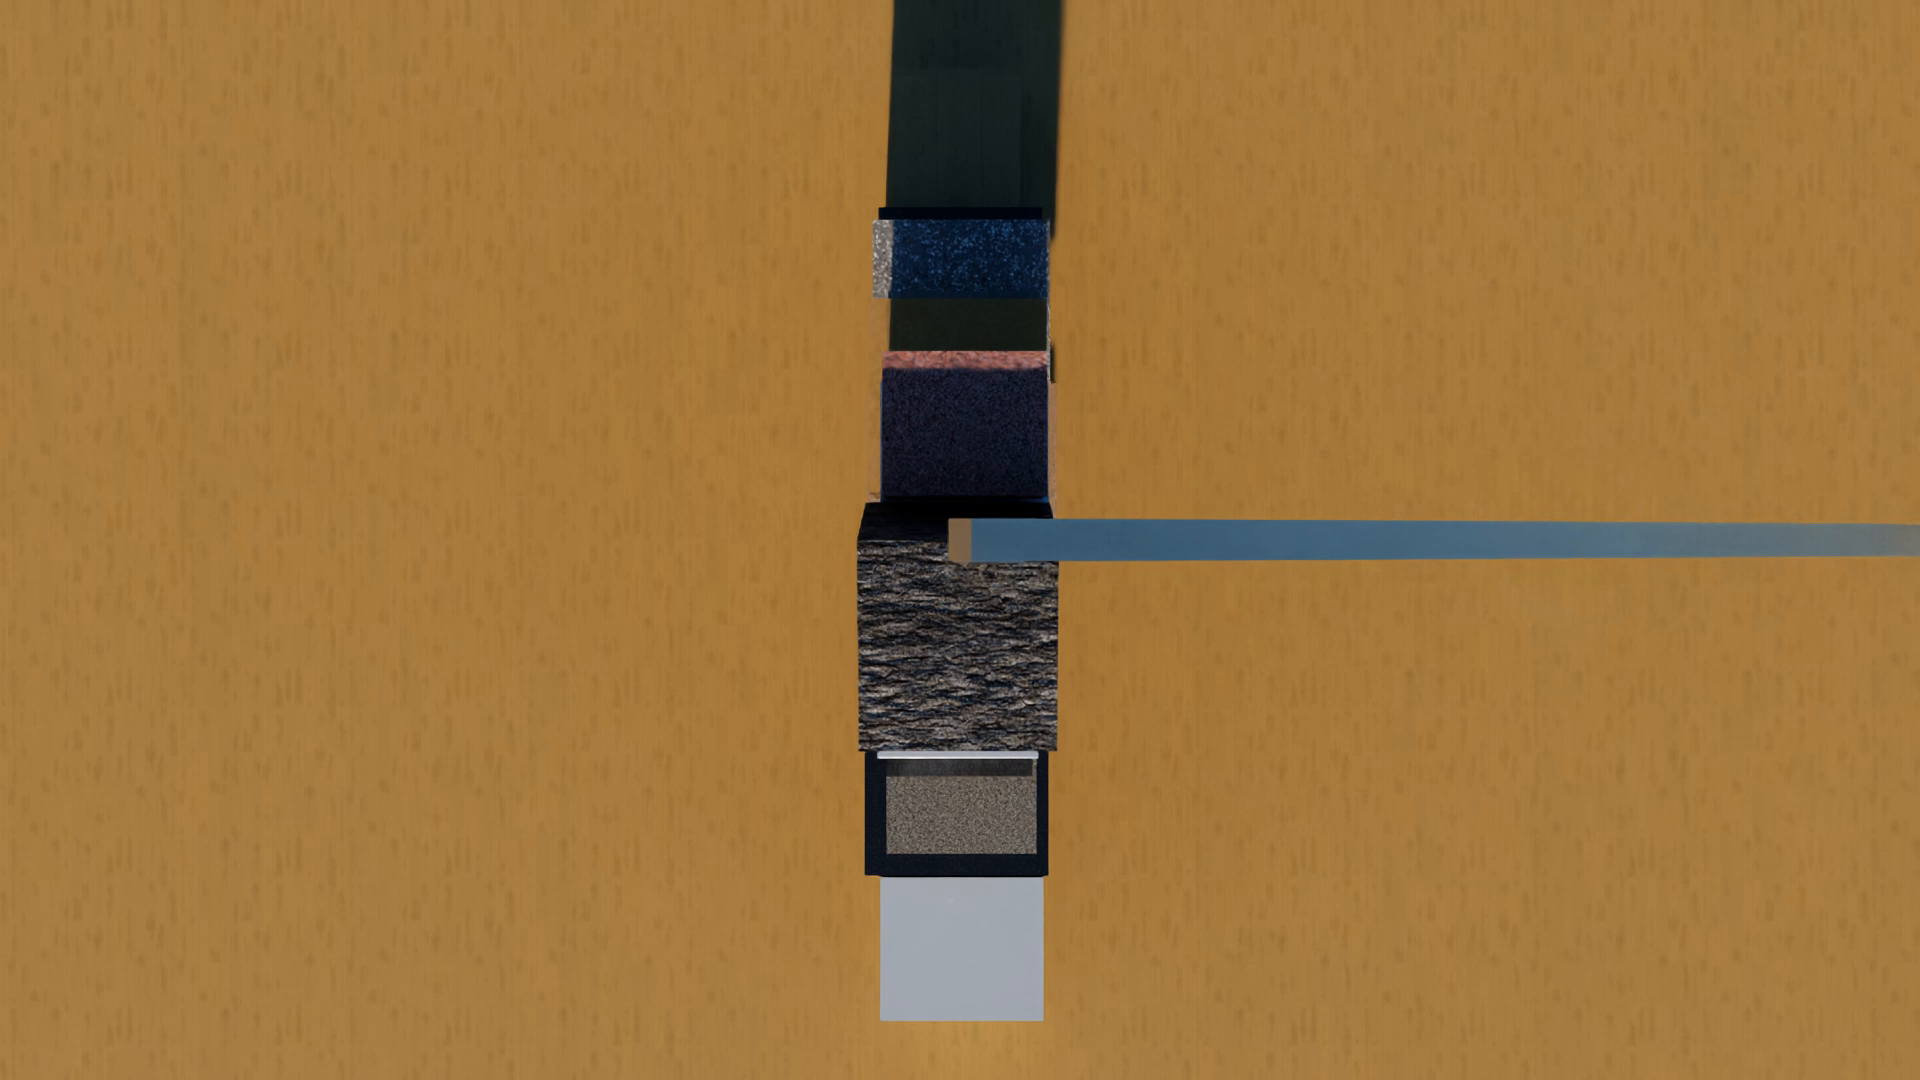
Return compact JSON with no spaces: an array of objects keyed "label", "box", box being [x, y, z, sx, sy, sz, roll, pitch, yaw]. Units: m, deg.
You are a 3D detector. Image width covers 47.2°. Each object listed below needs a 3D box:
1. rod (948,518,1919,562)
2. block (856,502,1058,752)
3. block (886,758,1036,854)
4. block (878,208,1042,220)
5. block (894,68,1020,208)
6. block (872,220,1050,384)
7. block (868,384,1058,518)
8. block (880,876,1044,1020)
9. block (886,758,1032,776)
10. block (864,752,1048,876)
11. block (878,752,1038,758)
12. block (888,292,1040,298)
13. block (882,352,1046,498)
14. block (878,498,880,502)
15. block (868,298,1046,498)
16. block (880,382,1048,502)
[{"label":"rod","box":[2.212,0.000,5.395,5.200,0.080,0.080,0,90,-32]},{"label":"block","box":[-0.008,0.317,8.495,0.738,0.798,0.800,0,101,0]},{"label":"block","box":[0.008,1.243,11.705,0.774,0.734,0.748,0,90,0]},{"label":"block","box":[0.001,-1.379,12.515,0.896,0.971,0.883,0,90,0]},{"label":"block","box":[-0.016,-2.234,12.654,0.714,0.692,0.808,0,90,0]},{"label":"block","box":[0.007,-1.208,11.571,0.896,0.916,0.822,0,90,0]},{"label":"block","box":[0.011,-0.354,11.648,0.962,0.970,0.875,0,89,0]},{"label":"block","box":[0.010,2.245,12.533,0.895,0.935,0.786,0,90,0]},{"label":"block","box":[-0.004,0.746,11.008,0.708,0.667,0.816,0,88,0]},{"label":"block","box":[-0.018,1.331,12.536,1.011,0.929,1.022,0,90,0]},{"label":"block","box":[-0.010,0.692,10.357,0.735,0.636,0.621,0,88,0]},{"label":"block","box":[0.019,-0.826,10.760,0.719,0.707,0.700,0,90,0]},{"label":"block","box":[0.018,-0.440,8.591,0.624,0.514,0.547,0,90,0]},{"label":"block","box":[0.001,-0.075,10.760,0.766,0.799,0.792,0,89,0]},{"label":"block","box":[-0.011,-0.630,10.010,0.781,0.715,0.856,0,89,0]},{"label":"block","box":[0.017,-0.300,9.247,0.675,0.800,0.666,0,90,0]}]
